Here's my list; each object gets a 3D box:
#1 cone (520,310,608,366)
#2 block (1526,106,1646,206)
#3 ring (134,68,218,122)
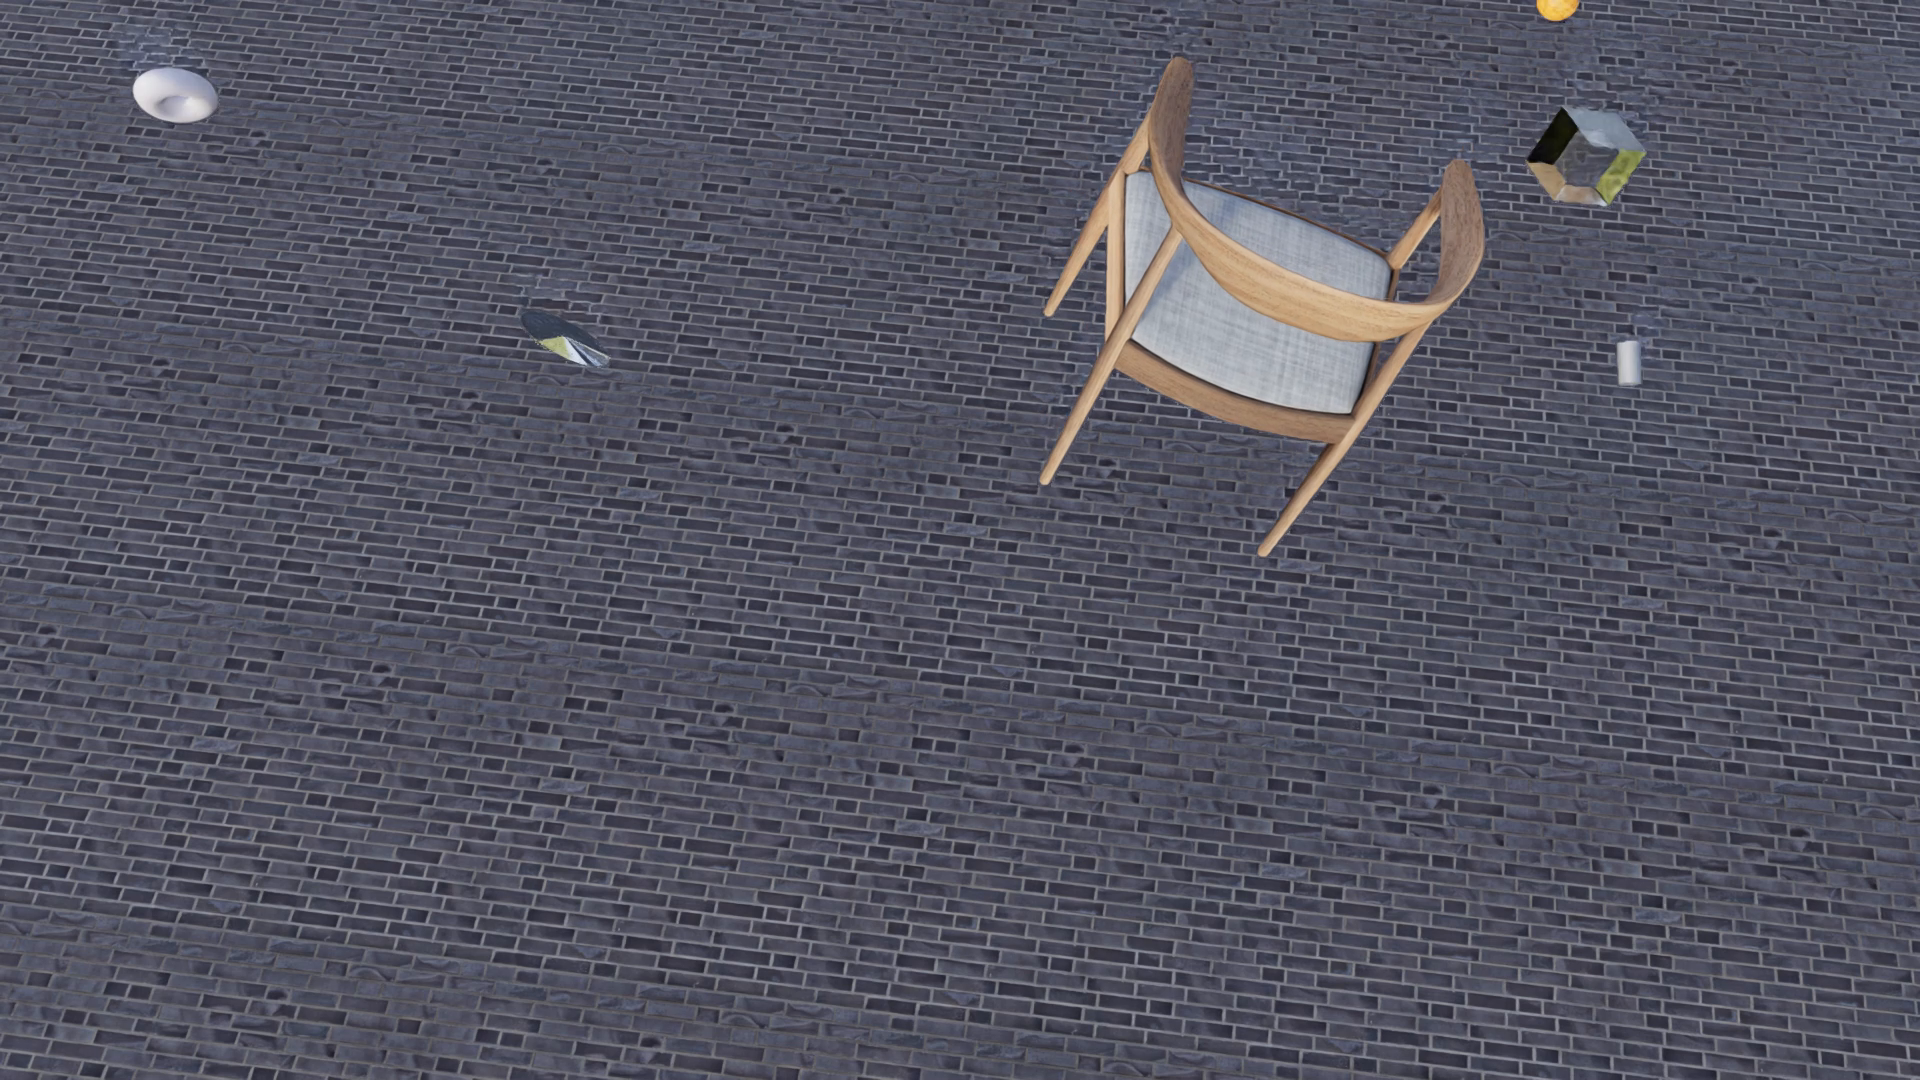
[{"bbox_3d":[-0.706,-0.364,3.910,0.173,0.075,0.060,29,95,-21],"label":"cone"},{"bbox_3d":[1.116,-0.684,3.925,0.131,0.125,0.108,0,48,-29],"label":"block"},{"bbox_3d":[-1.622,-0.920,4.550,0.138,0.274,0.054,-22,86,3],"label":"ring"}]
